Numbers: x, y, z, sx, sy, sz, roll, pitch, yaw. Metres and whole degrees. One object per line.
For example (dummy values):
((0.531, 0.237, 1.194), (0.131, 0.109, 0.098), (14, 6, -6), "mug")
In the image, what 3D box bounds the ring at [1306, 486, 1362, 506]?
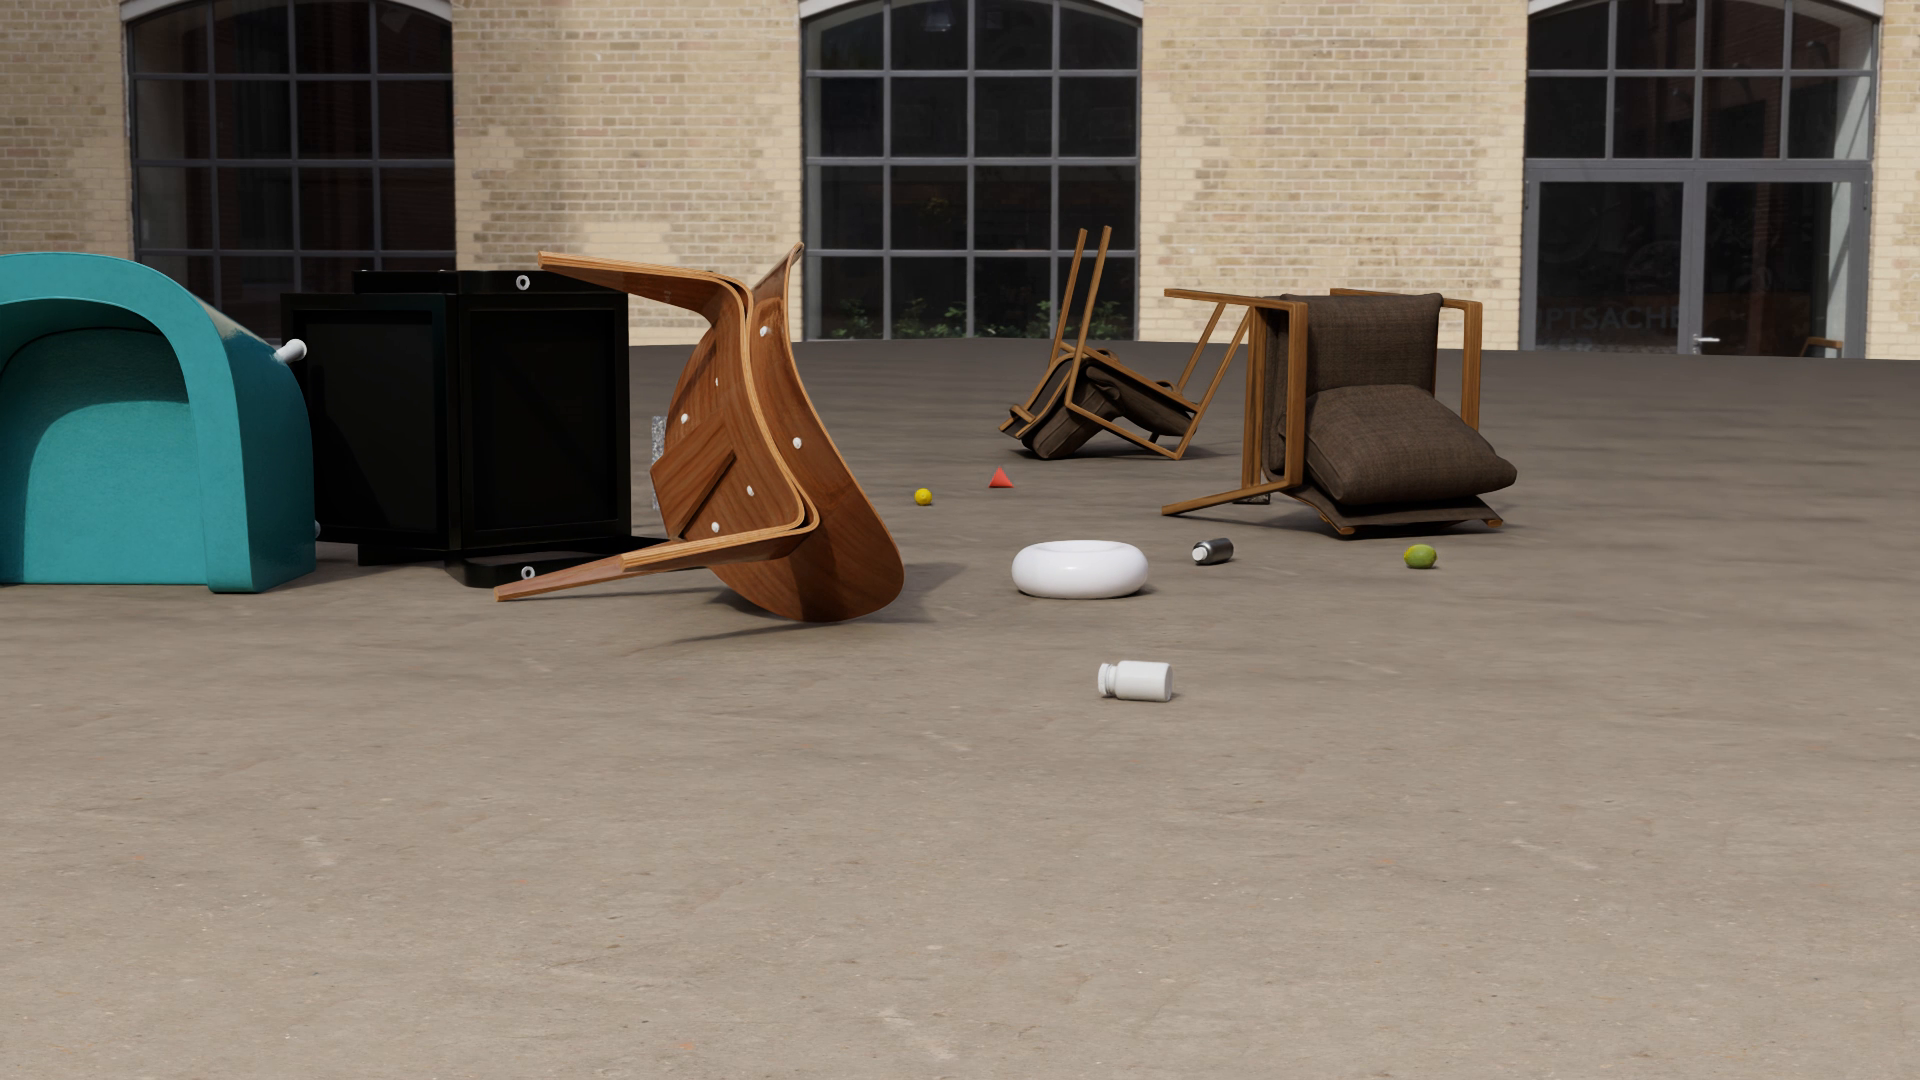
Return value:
((1.082, -0.128, 7.418), (0.165, 0.051, 0.157), (4, 6, 28), "ring")

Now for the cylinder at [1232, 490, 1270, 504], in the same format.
((0.844, -0.124, 7.427), (0.102, 0.039, 0.077), (1, 9, 13), "cylinder")

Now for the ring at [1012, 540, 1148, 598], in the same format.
((0.249, 0.062, 5.336), (0.286, 0.100, 0.281), (-2, 7, -7), "ring")

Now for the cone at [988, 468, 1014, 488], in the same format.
((0.137, -0.181, 8.004), (0.070, 0.076, 0.082), (28, 3, -2), "cone")

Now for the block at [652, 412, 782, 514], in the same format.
((-0.686, -0.219, 7.242), (0.292, 0.265, 0.212), (-5, 8, -40), "block")
